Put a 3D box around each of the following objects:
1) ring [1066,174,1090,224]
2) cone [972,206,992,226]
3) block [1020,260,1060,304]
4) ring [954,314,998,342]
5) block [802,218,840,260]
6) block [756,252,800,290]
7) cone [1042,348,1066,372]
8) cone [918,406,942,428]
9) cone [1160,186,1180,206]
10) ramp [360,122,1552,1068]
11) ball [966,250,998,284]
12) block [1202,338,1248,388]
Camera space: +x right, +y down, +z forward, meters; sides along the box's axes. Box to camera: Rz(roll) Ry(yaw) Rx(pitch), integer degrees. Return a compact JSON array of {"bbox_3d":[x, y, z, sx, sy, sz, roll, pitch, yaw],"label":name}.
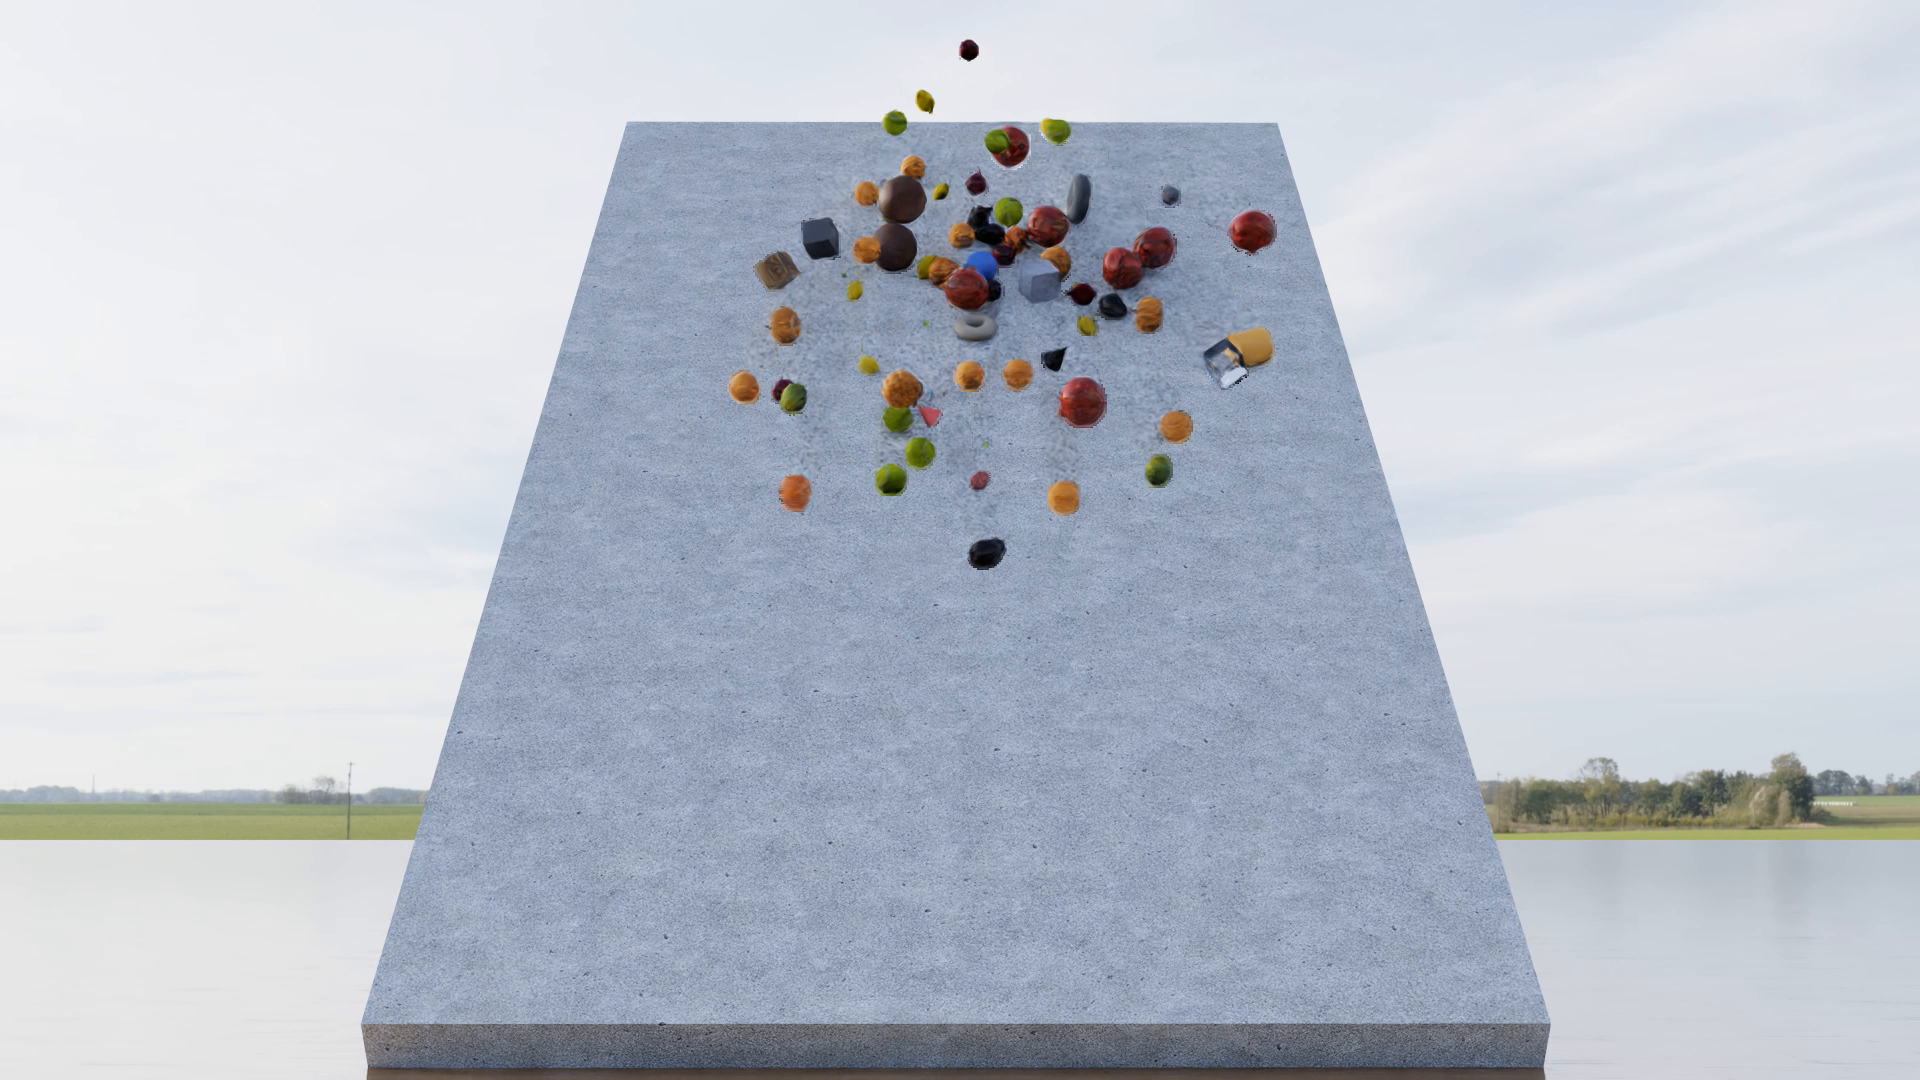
[{"bbox_3d":[0.330,-0.949,6.801,0.047,0.141,0.141,8,-8,-8],"label":"ring"},{"bbox_3d":[0.074,-0.921,6.840,0.060,0.060,0.060,-40,17,-31],"label":"cone"},{"bbox_3d":[0.210,-0.684,6.452,0.080,0.080,0.080,-12,34,-18],"label":"block"},{"bbox_3d":[0.042,-0.545,6.268,0.113,0.038,0.113,-1,31,0],"label":"ring"},{"bbox_3d":[-0.368,-0.798,6.461,0.073,0.073,0.073,-8,-30,14],"label":"block"},{"bbox_3d":[-0.474,-0.701,6.361,0.071,0.071,0.071,-34,-5,24],"label":"block"},{"bbox_3d":[0.246,-0.461,6.083,0.059,0.059,0.059,7,-41,-47],"label":"cone"},{"bbox_3d":[-0.081,-0.304,5.812,0.052,0.052,0.052,36,-18,-14],"label":"cone"},{"bbox_3d":[0.589,-0.960,6.812,0.054,0.054,0.054,0,11,-3],"label":"cone"},{"bbox_3d":[-0.015,-0.194,5.828,2.000,0.100,4.000,0,32,0],"label":"ramp"},{"bbox_3d":[0.056,-0.721,6.448,0.085,0.085,0.085,0,-7,0],"label":"ball"},{"bbox_3d":[0.650,-0.434,5.993,0.072,0.072,0.072,-34,-40,-6],"label":"block"}]
